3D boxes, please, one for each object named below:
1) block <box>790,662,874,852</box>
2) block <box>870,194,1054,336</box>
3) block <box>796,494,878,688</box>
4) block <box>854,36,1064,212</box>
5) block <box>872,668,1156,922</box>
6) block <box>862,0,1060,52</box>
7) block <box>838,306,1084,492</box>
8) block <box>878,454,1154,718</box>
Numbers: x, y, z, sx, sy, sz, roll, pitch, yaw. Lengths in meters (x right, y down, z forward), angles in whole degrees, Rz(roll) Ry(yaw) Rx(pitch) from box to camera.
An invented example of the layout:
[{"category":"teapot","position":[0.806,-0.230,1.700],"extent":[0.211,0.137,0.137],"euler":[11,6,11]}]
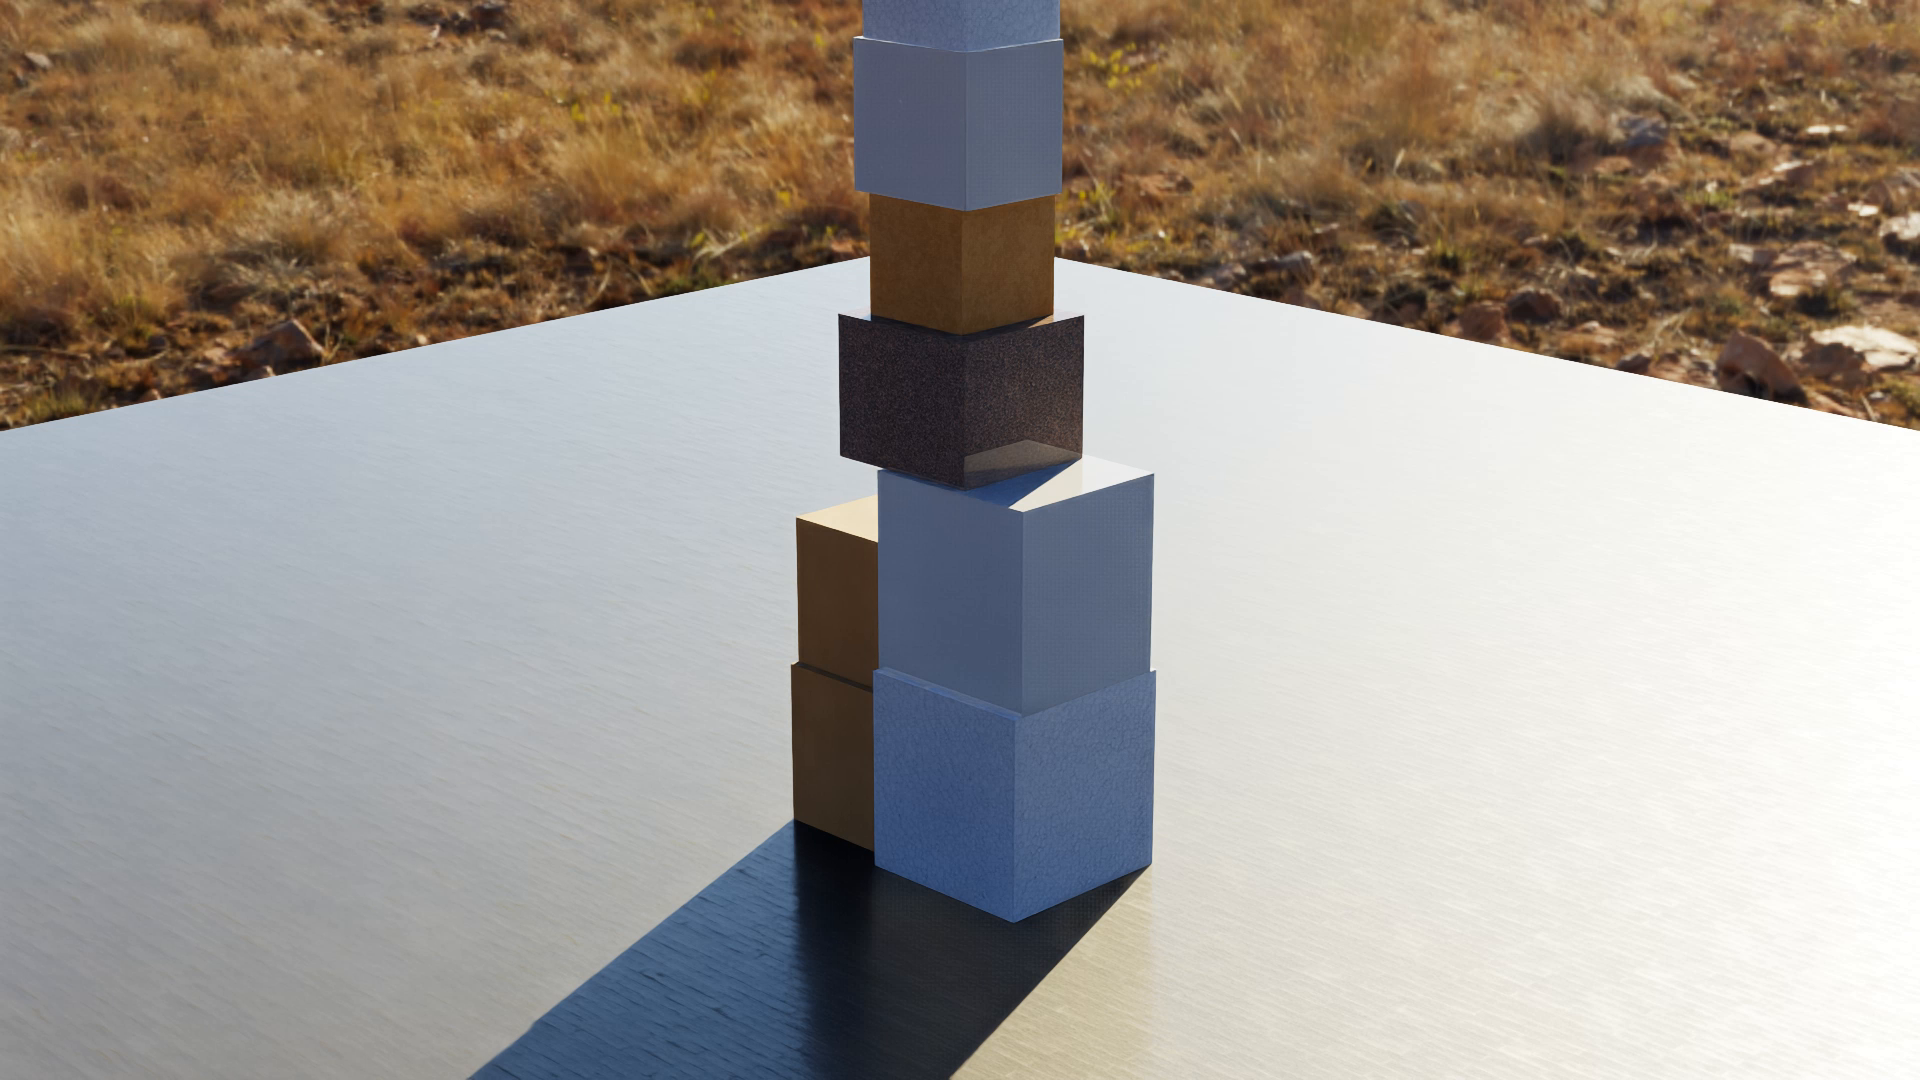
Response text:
[{"category":"block","position":[-0.319,0.958,13.978],"extent":[0.694,0.790,0.669],"euler":[-17,24,-42]},{"category":"block","position":[0.009,-1.269,12.953],"extent":[0.580,0.553,0.573],"euler":[-17,24,-42]},{"category":"block","position":[-0.311,0.238,13.762],"extent":[0.617,0.714,0.666],"euler":[-17,24,-42]},{"category":"block","position":[-0.009,-1.846,12.752],"extent":[0.593,0.668,0.691],"euler":[-17,24,-42]},{"category":"block","position":[0.249,1.045,13.427],"extent":[0.924,0.955,0.893],"euler":[-17,24,-42]},{"category":"block","position":[0.006,-2.417,12.588],"extent":[0.587,0.521,0.616],"euler":[-17,24,-42]},{"category":"block","position":[0.005,-0.689,13.131],"extent":[0.755,0.660,0.794],"euler":[-17,24,-42]},{"category":"block","position":[0.247,0.143,13.145],"extent":[0.843,0.935,0.896],"euler":[-17,24,-42]}]
